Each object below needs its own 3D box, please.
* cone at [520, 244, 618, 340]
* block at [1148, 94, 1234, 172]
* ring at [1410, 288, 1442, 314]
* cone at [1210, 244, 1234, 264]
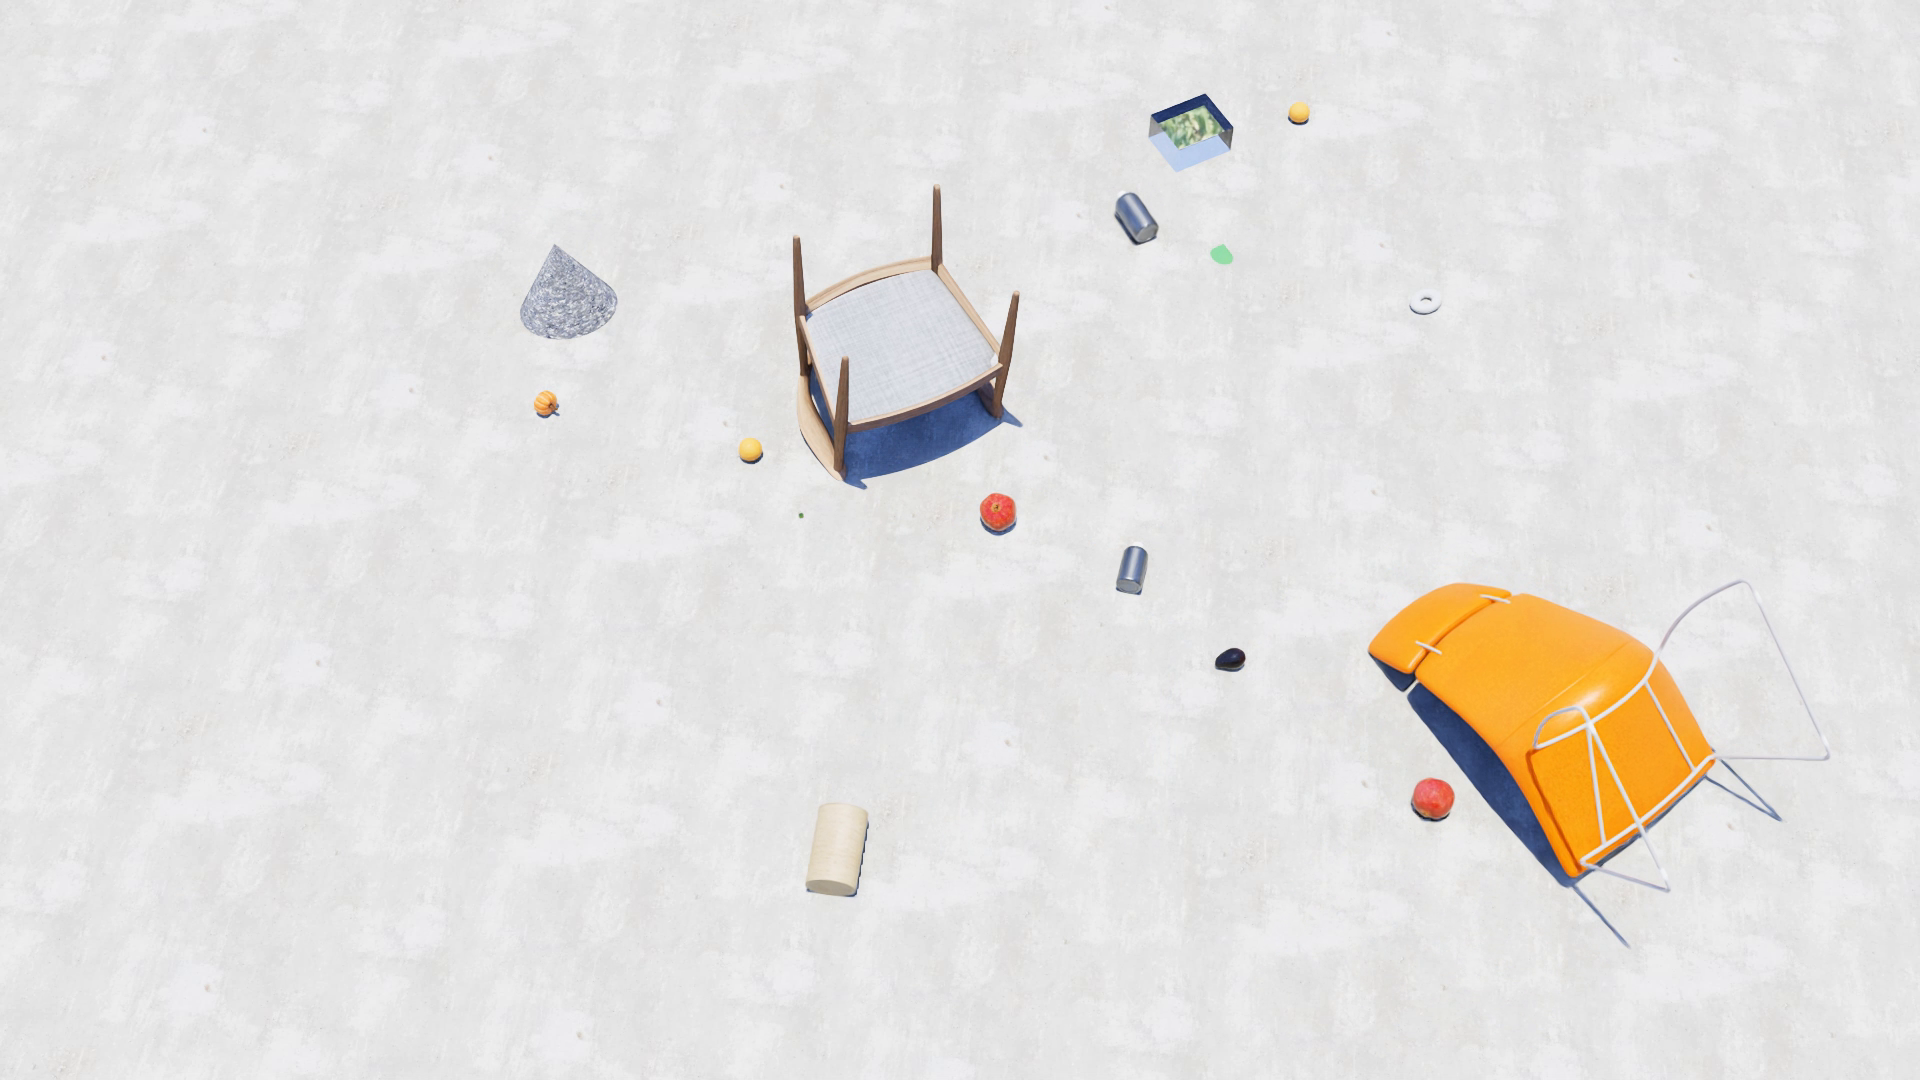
[{"bbox_3d":[-1.259,-0.834,6.948,0.315,0.309,0.261,-14,57,-9],"label":"cone"},{"bbox_3d":[0.780,-1.376,7.431,0.217,0.111,0.182,-24,59,-15],"label":"block"},{"bbox_3d":[1.499,-0.769,7.073,0.116,0.029,0.089,-30,60,-20],"label":"ring"},{"bbox_3d":[0.857,-0.947,7.173,0.066,0.060,0.083,-36,63,-22],"label":"cone"}]
